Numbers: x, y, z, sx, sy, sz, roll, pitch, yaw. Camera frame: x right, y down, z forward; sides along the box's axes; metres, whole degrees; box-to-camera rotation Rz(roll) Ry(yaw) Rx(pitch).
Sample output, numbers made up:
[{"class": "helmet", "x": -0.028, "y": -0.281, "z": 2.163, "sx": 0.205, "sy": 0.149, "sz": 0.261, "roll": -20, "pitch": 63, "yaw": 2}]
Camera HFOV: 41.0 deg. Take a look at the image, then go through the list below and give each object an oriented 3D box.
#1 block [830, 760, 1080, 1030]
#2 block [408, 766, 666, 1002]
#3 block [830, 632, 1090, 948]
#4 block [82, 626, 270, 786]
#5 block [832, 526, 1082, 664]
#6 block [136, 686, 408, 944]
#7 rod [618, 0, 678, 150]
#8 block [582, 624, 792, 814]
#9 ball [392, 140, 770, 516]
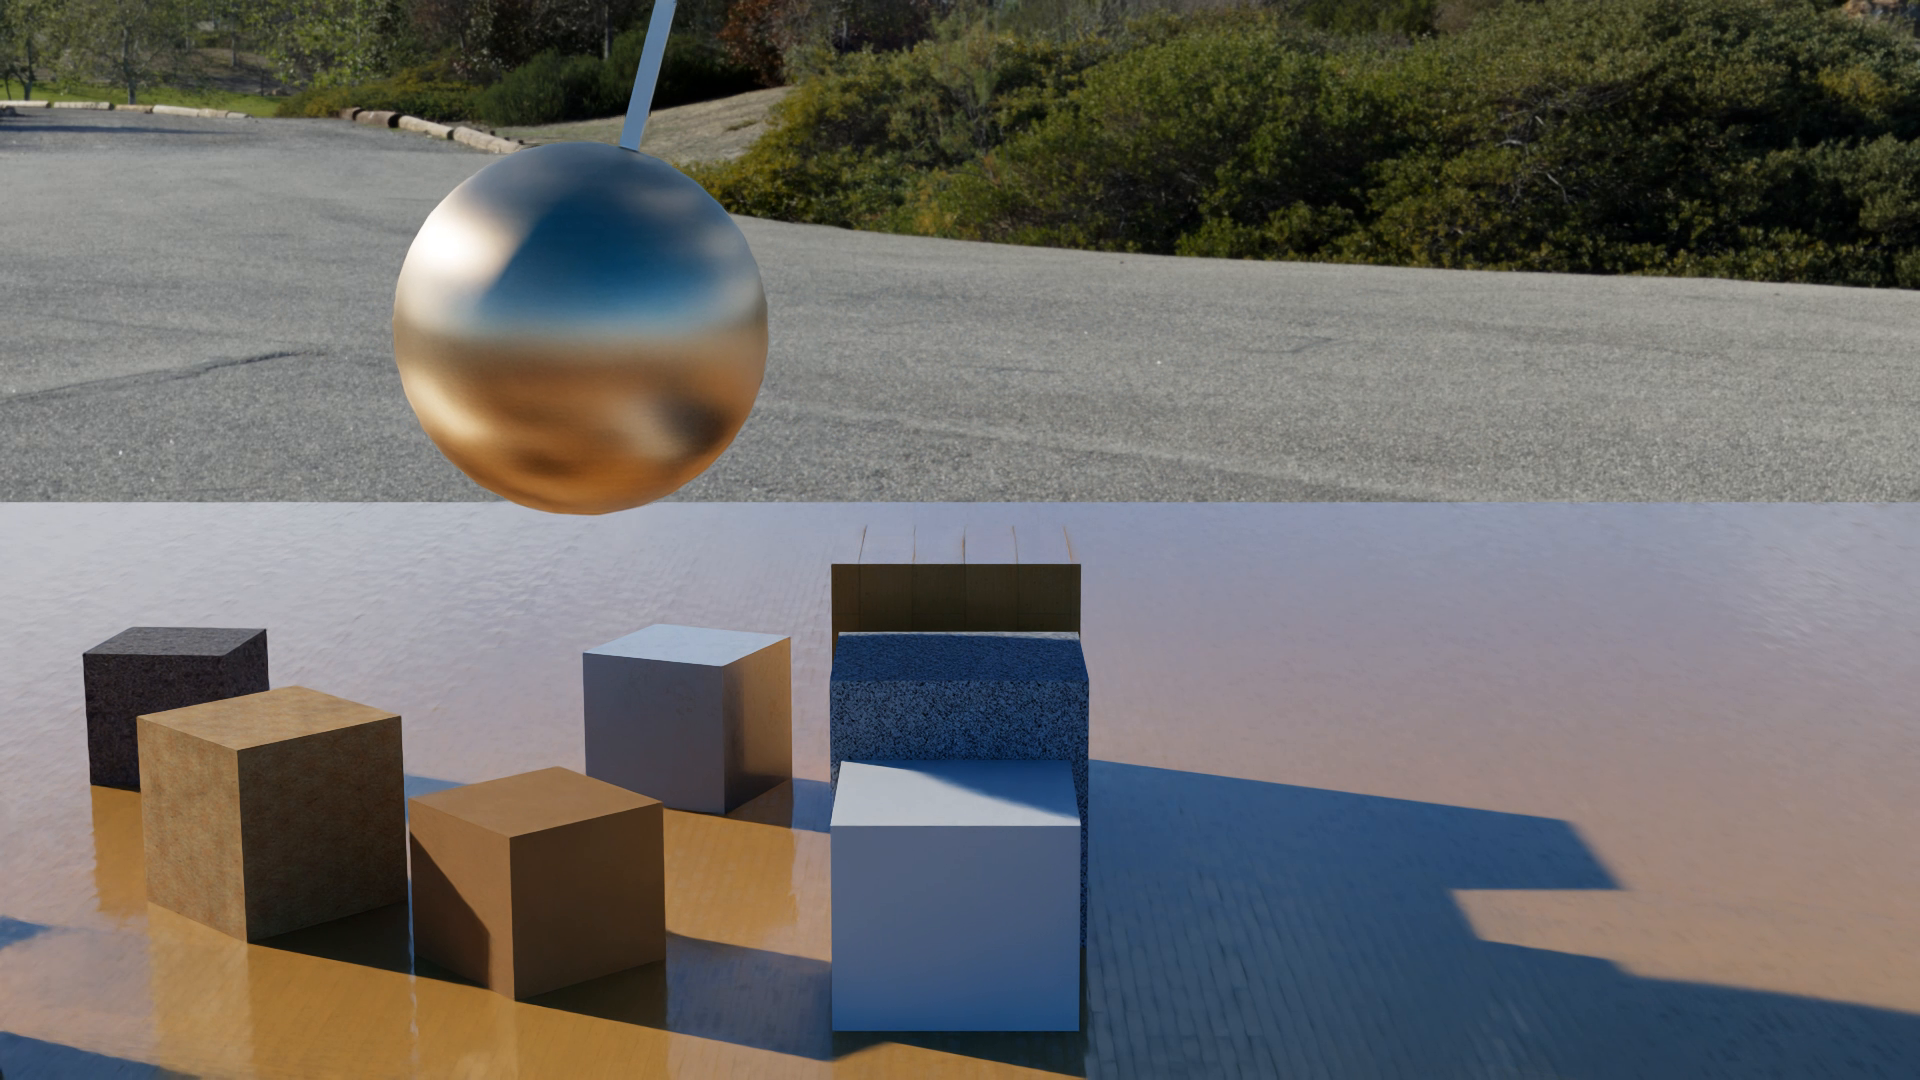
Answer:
[{"class": "block", "x": -0.016, "y": 1.353, "z": 9.911, "sx": 0.917, "sy": 0.792, "sz": 0.913, "roll": 0, "pitch": 10, "yaw": 0}, {"class": "block", "x": -1.694, "y": 1.357, "z": 10.284, "sx": 0.716, "sy": 0.651, "sz": 0.736, "roll": -9, "pitch": 14, "yaw": -42}, {"class": "block", "x": -0.004, "y": 1.029, "z": 10.790, "sx": 1.036, "sy": 1.115, "sz": 0.915, "roll": 0, "pitch": 10, "yaw": 0}, {"class": "block", "x": -3.969, "y": 0.841, "z": 13.056, "sx": 0.715, "sy": 0.673, "sz": 0.633, "roll": 1, "pitch": 10, "yaw": 4}, {"class": "block", "x": -0.018, "y": 0.620, "z": 12.736, "sx": 1.180, "sy": 1.224, "sz": 1.058, "roll": 0, "pitch": 10, "yaw": 0}, {"class": "block", "x": -2.937, "y": 1.148, "z": 10.972, "sx": 0.801, "sy": 0.815, "sz": 0.785, "roll": 10, "pitch": 14, "yaw": 43}, {"class": "rod", "x": -0.702, "y": -4.125, "z": 10.430, "sx": 0.080, "sy": 5.200, "sz": 0.080, "roll": 15, "pitch": 10, "yaw": -3}, {"class": "block", "x": -1.342, "y": 0.873, "z": 12.725, "sx": 0.767, "sy": 0.730, "sz": 0.726, "roll": 4, "pitch": 11, "yaw": 22}, {"class": "ball", "x": -1.620, "y": -0.904, "z": 11.016, "sx": 1.600, "sy": 1.600, "sz": 1.600, "roll": 0, "pitch": 10, "yaw": 0}]
